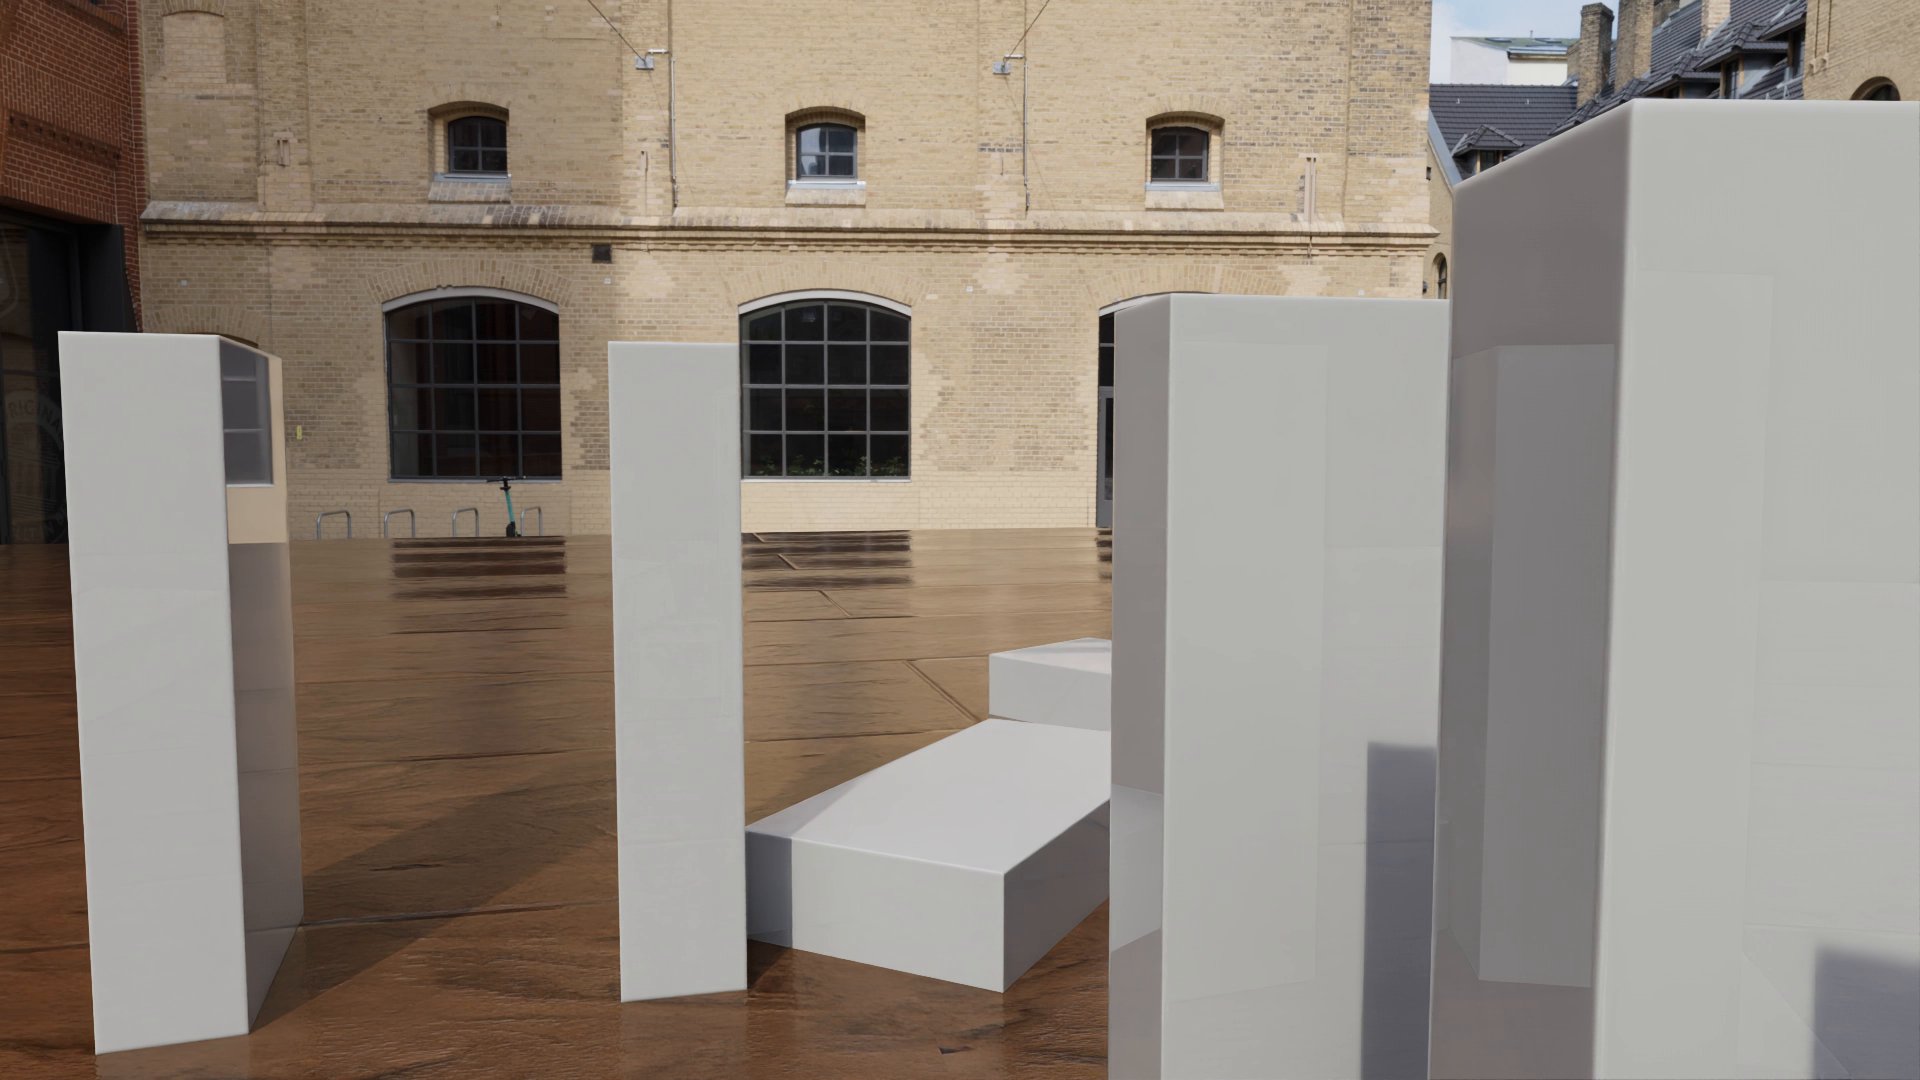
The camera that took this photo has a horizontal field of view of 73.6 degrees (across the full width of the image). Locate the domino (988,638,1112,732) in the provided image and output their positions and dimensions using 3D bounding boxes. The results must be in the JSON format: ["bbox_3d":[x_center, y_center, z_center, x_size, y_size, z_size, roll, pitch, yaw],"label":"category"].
[{"bbox_3d":[0.031,0.023,0.193,0.050,0.010,0.025,4,6,45],"label":"domino"}]

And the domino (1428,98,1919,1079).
[{"bbox_3d":[0.027,0.015,0.035,0.025,0.050,0.010,0,4,-2],"label":"domino"}]

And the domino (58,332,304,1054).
[{"bbox_3d":[-0.060,0.010,0.101,0.010,0.050,0.025,-1,5,-19],"label":"domino"}]

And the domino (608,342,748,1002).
[{"bbox_3d":[-0.024,0.009,0.109,0.009,0.050,0.025,-1,4,-14],"label":"domino"}]

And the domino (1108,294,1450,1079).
[{"bbox_3d":[0.022,0.012,0.073,0.025,0.050,0.009,-1,4,-10],"label":"domino"}]

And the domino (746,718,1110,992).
[{"bbox_3d":[0.003,0.028,0.127,0.025,0.009,0.050,2,5,27],"label":"domino"}]
